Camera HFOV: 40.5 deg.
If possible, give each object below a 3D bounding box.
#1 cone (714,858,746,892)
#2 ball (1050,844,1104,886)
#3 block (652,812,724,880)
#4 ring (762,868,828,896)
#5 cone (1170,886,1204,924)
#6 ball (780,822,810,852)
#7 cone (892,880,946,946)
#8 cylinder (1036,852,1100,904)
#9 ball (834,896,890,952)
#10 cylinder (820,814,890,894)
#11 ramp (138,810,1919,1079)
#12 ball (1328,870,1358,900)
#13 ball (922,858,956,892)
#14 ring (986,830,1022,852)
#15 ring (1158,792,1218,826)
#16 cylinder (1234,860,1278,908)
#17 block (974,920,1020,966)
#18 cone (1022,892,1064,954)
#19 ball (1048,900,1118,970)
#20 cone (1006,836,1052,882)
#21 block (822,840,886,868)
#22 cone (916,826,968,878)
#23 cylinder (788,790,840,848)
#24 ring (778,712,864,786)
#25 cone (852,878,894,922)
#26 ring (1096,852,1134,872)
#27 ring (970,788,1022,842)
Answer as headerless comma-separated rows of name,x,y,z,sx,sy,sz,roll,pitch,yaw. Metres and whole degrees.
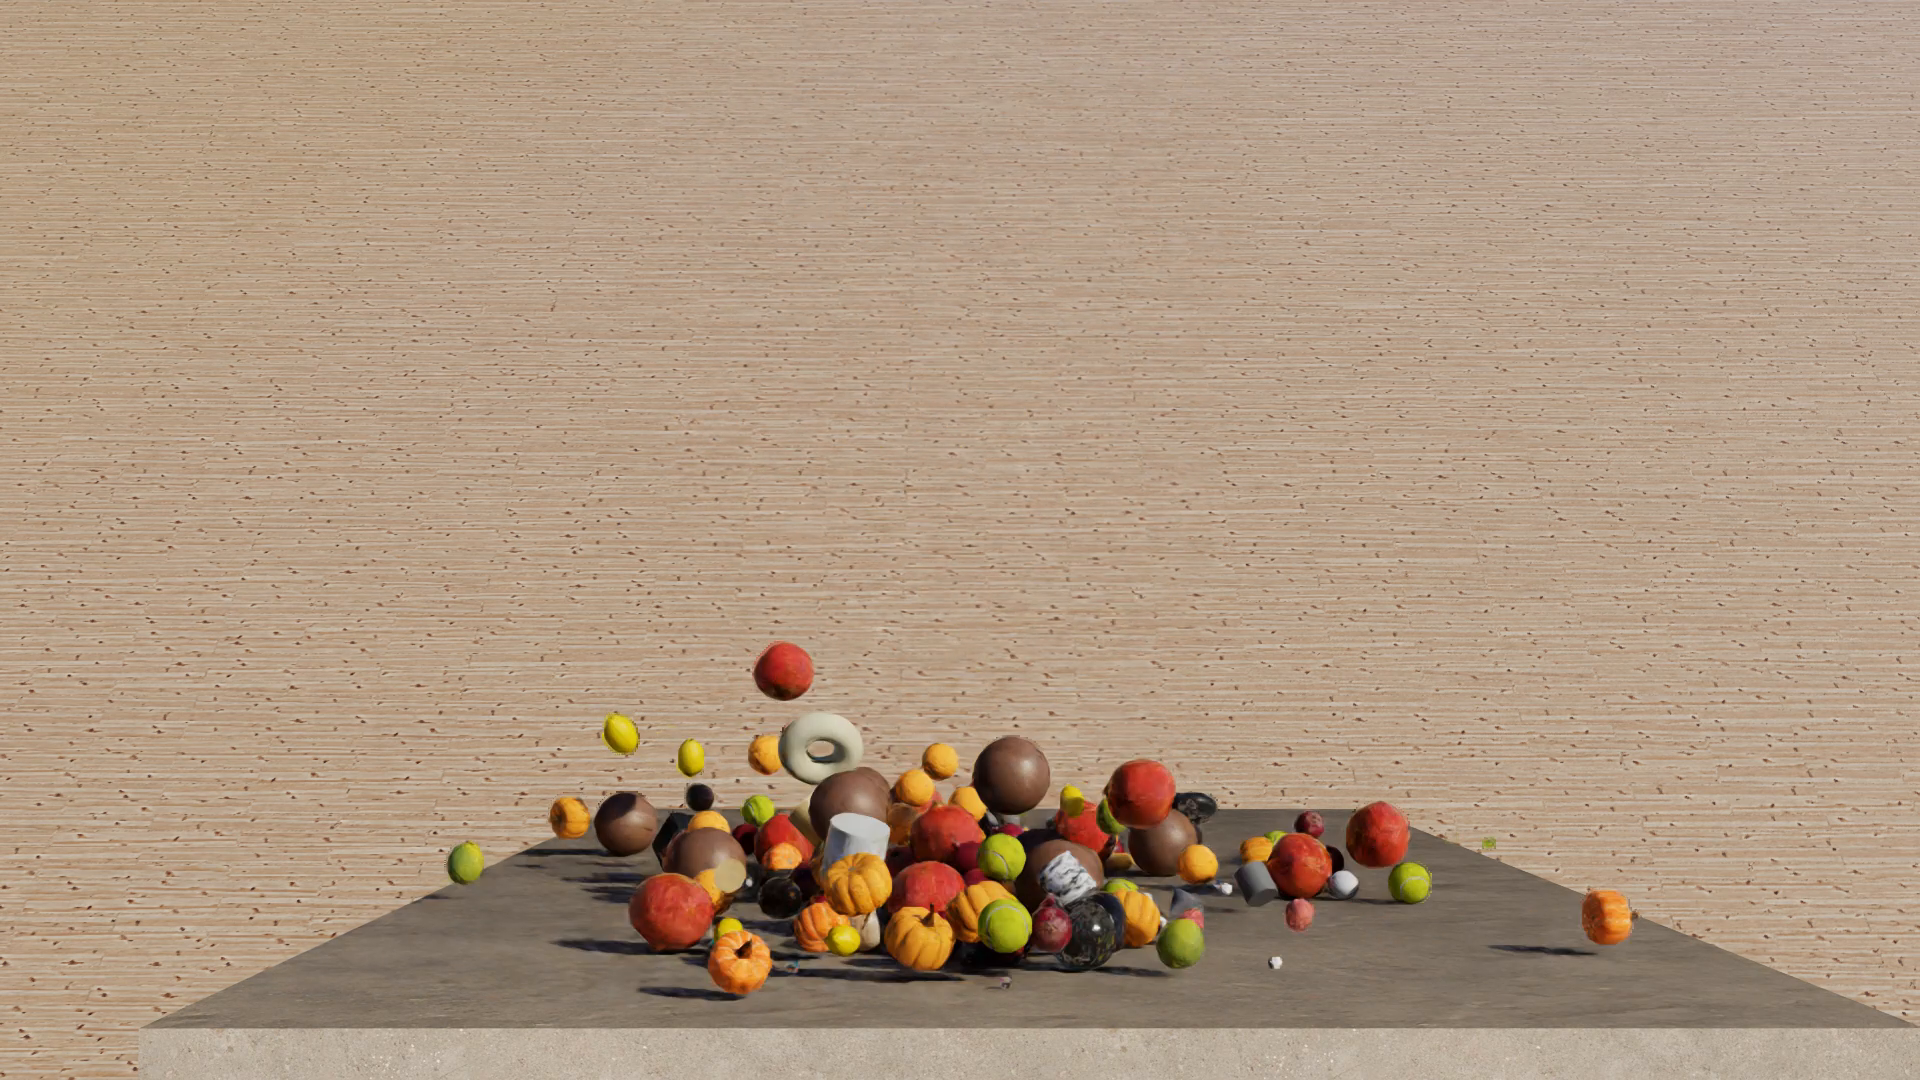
cone,-0.358,0.501,3.938,0.052,0.052,0.052,-17,16,-21
ball,0.196,0.562,4.400,0.095,0.095,0.095,0,37,0
block,-0.499,0.561,4.758,0.082,0.082,0.082,12,31,-37
ring,-0.285,0.595,4.516,0.121,0.040,0.121,-1,-2,0
cone,0.328,0.531,3.854,0.055,0.055,0.055,-10,37,-13
ball,-0.344,0.619,5.456,0.070,0.070,0.070,0,37,0
cone,-0.077,0.543,3.716,0.085,0.085,0.085,18,70,22
cylinder,0.152,0.486,3.679,0.065,0.065,0.065,-27,65,-31
ball,-0.138,0.539,3.645,0.078,0.078,0.078,0,37,0
cylinder,-0.157,0.467,3.875,0.091,0.091,0.091,11,14,-3
ramp,0.081,0.681,4.908,2.000,0.100,4.000,0,-2,0
ball,0.648,0.584,4.399,0.051,0.051,0.051,0,37,0
ball,-0.036,0.586,4.550,0.059,0.059,0.059,0,37,0
ring,0.105,0.619,5.329,0.108,0.108,0.036,2,68,3
ring,0.486,0.574,5.548,0.127,0.127,0.042,-1,63,-2
cylinder,0.477,0.554,4.184,0.053,0.053,0.053,-12,54,-16
block,0.050,0.544,3.514,0.056,0.056,0.056,0,-2,7
cone,0.151,0.554,3.619,0.097,0.097,0.097,28,38,-6
ball,0.162,0.522,3.439,0.093,0.093,0.093,0,37,0
cone,0.110,0.604,4.769,0.091,0.091,0.091,25,39,29
block,-0.205,0.593,5.040,0.087,0.087,0.087,-2,-3,39
cone,-0.050,0.593,4.799,0.094,0.094,0.094,-46,39,13
cylinder,-0.261,0.506,4.718,0.074,0.074,0.074,43,48,5
ring,-0.238,0.357,4.447,0.146,0.146,0.049,-3,34,-3
cone,-0.098,0.529,3.788,0.090,0.090,0.090,-8,37,-24
ring,0.287,0.619,5.006,0.096,0.032,0.096,0,-2,0
ring,0.070,0.543,5.118,0.042,0.126,0.126,-35,48,-29
